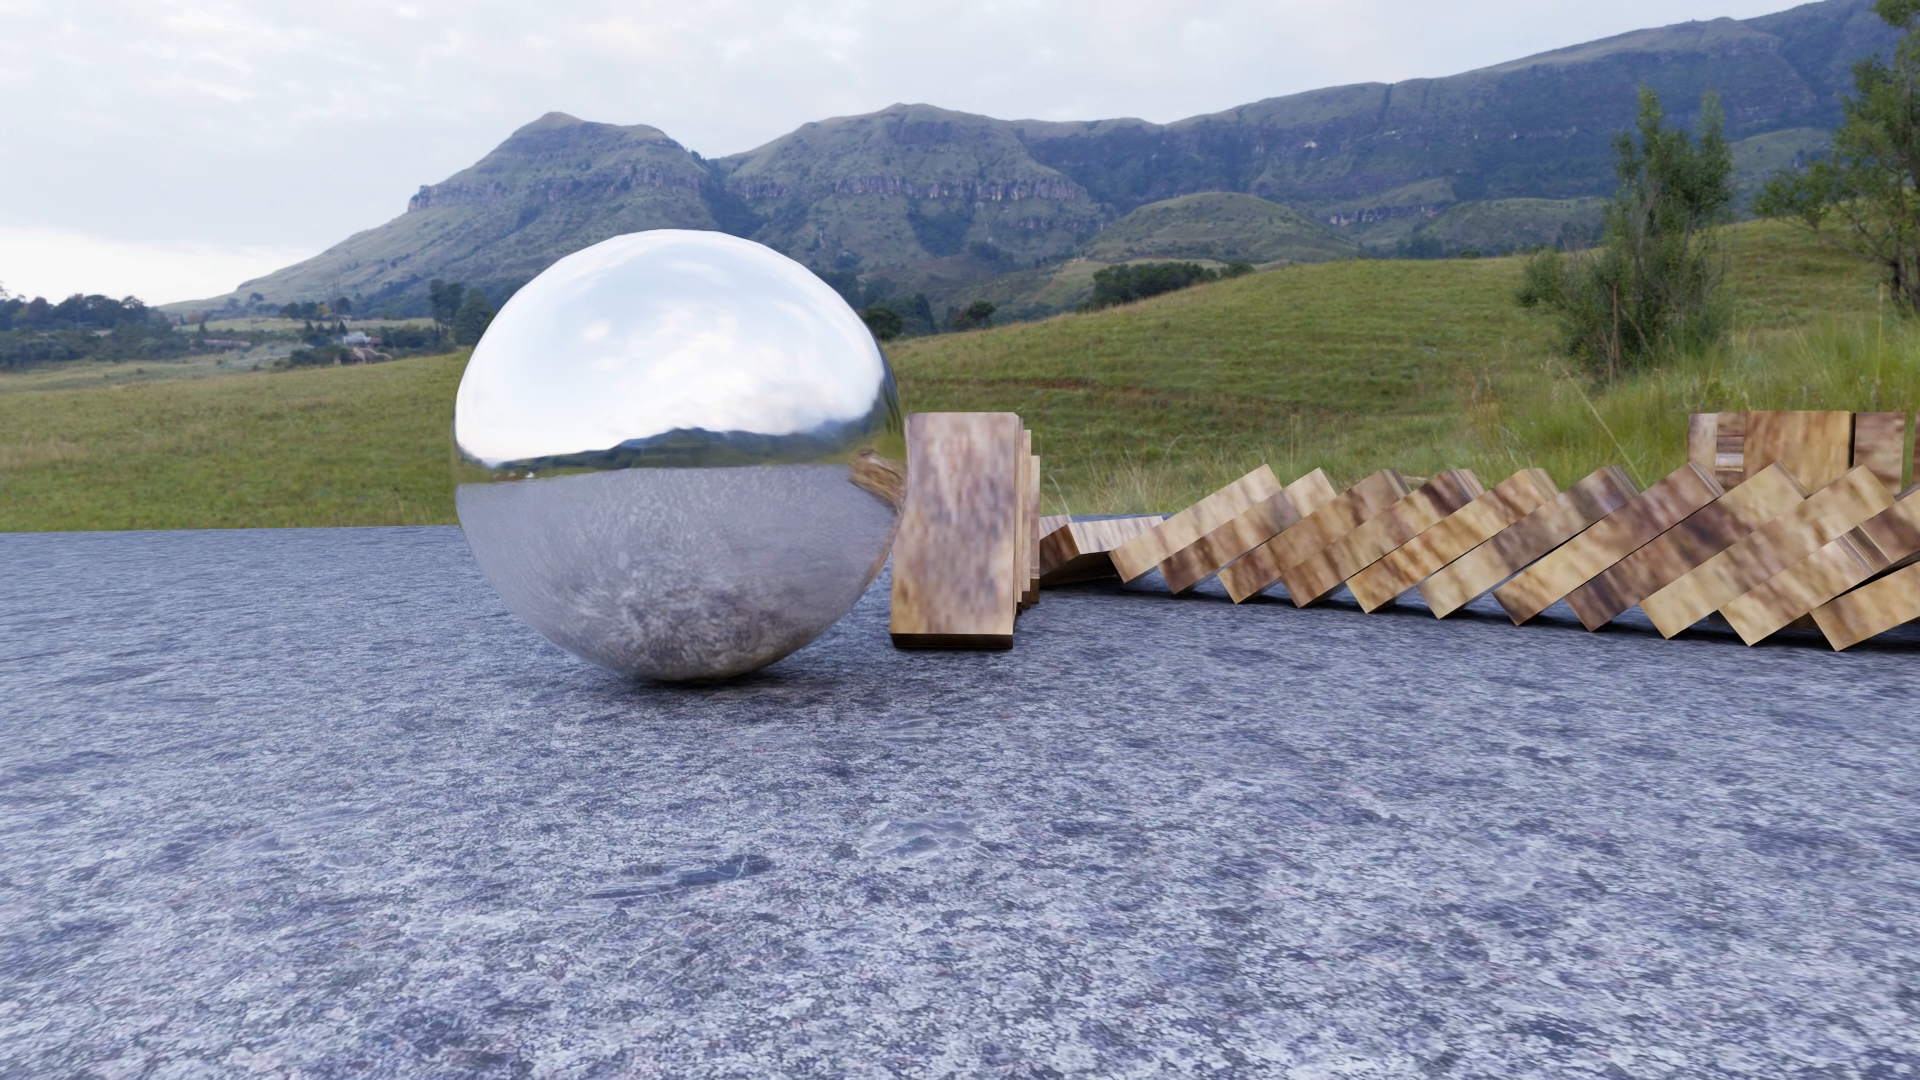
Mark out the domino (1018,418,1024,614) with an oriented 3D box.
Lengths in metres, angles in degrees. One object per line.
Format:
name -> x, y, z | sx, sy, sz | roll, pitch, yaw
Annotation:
domino -> 0.003, -0.006, 0.326 | 0.025, 0.050, 0.010 | 0, -22, 3

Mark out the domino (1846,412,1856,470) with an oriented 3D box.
domino -> 0.211, -0.007, 0.324 | 0.009, 0.050, 0.025 | -1, 4, -10

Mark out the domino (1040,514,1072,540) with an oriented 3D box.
domino -> 0.014, 0.003, 0.393 | 0.025, 0.010, 0.050 | -30, -11, 29

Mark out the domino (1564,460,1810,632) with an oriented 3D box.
domino -> 0.163, 0.001, 0.288 | 0.050, 0.010, 0.025 | -43, -20, 31

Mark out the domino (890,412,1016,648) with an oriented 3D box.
domino -> -0.001, -0.003, 0.274 | 0.025, 0.050, 0.010 | 0, -21, 3

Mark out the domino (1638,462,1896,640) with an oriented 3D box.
domino -> 0.174, 0.002, 0.278 | 0.050, 0.010, 0.025 | -42, -19, 29

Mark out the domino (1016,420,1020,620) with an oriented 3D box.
domino -> 0.002, -0.006, 0.316 | 0.025, 0.050, 0.009 | 0, -21, 4

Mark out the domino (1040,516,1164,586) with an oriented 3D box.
domino -> 0.040, 0.004, 0.387 | 0.025, 0.010, 0.050 | -32, -17, 37

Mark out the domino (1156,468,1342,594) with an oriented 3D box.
domino -> 0.080, -0.002, 0.353 | 0.050, 0.009, 0.025 | -33, -11, 18

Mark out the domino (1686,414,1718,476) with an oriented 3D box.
domino -> 0.195, -0.006, 0.317 | 0.010, 0.050, 0.025 | -4, 6, -40

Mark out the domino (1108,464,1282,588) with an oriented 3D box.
domino -> 0.066, -0.003, 0.365 | 0.050, 0.010, 0.025 | -30, -8, 3

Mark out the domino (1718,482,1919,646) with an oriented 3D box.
domino -> 0.187, 0.003, 0.269 | 0.050, 0.009, 0.025 | -42, -19, 29

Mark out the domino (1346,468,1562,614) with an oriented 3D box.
domino -> 0.124, 0.000, 0.321 | 0.050, 0.010, 0.025 | -39, -18, 31

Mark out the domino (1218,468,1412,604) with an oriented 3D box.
domino -> 0.095, -0.001, 0.342 | 0.050, 0.010, 0.025 | -36, -13, 26

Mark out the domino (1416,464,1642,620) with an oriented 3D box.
domino -> 0.137, 0.001, 0.310 | 0.050, 0.009, 0.025 | -40, -19, 31

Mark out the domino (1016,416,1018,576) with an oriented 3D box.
domino -> 0.001, -0.005, 0.305 | 0.025, 0.050, 0.009 | 0, -21, 4

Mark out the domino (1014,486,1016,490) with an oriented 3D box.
domino -> -0.001, -0.003, 0.284 | 0.025, 0.050, 0.009 | 0, -21, 4

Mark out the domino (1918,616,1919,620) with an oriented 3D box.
domino -> 0.222, 0.007, 0.255 | 0.050, 0.009, 0.025 | -31, -9, 23

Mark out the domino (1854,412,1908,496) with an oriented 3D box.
domino -> 0.227, -0.006, 0.318 | 0.010, 0.050, 0.025 | 3, 5, 38

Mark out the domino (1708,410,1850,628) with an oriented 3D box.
domino -> 0.191, -0.005, 0.299 | 0.025, 0.050, 0.009 | 0, 4, -5

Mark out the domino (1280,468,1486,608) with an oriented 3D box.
domino -> 0.109, 0.000, 0.331 | 0.050, 0.009, 0.025 | -38, -17, 30

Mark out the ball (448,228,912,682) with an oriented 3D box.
ball -> -0.049, -0.015, 0.230 | 0.080, 0.080, 0.080 | 0, 4, 0

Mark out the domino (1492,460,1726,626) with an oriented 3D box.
domino -> 0.151, 0.001, 0.299 | 0.050, 0.010, 0.025 | -42, -20, 30

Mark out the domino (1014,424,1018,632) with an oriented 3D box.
domino -> 0.000, -0.004, 0.295 | 0.025, 0.050, 0.010 | 0, -21, 4

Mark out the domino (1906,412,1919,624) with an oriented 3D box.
domino -> 0.238, -0.005, 0.304 | 0.025, 0.050, 0.010 | -2, 5, -25

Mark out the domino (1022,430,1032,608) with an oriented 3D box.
domino -> 0.006, -0.006, 0.341 | 0.025, 0.050, 0.009 | 0, -31, 3

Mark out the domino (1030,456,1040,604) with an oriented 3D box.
domino -> 0.010, -0.004, 0.358 | 0.025, 0.010, 0.050 | 0, 44, 3

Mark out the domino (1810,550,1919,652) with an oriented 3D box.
domino -> 0.202, 0.006, 0.261 | 0.050, 0.010, 0.025 | -36, -16, 31
